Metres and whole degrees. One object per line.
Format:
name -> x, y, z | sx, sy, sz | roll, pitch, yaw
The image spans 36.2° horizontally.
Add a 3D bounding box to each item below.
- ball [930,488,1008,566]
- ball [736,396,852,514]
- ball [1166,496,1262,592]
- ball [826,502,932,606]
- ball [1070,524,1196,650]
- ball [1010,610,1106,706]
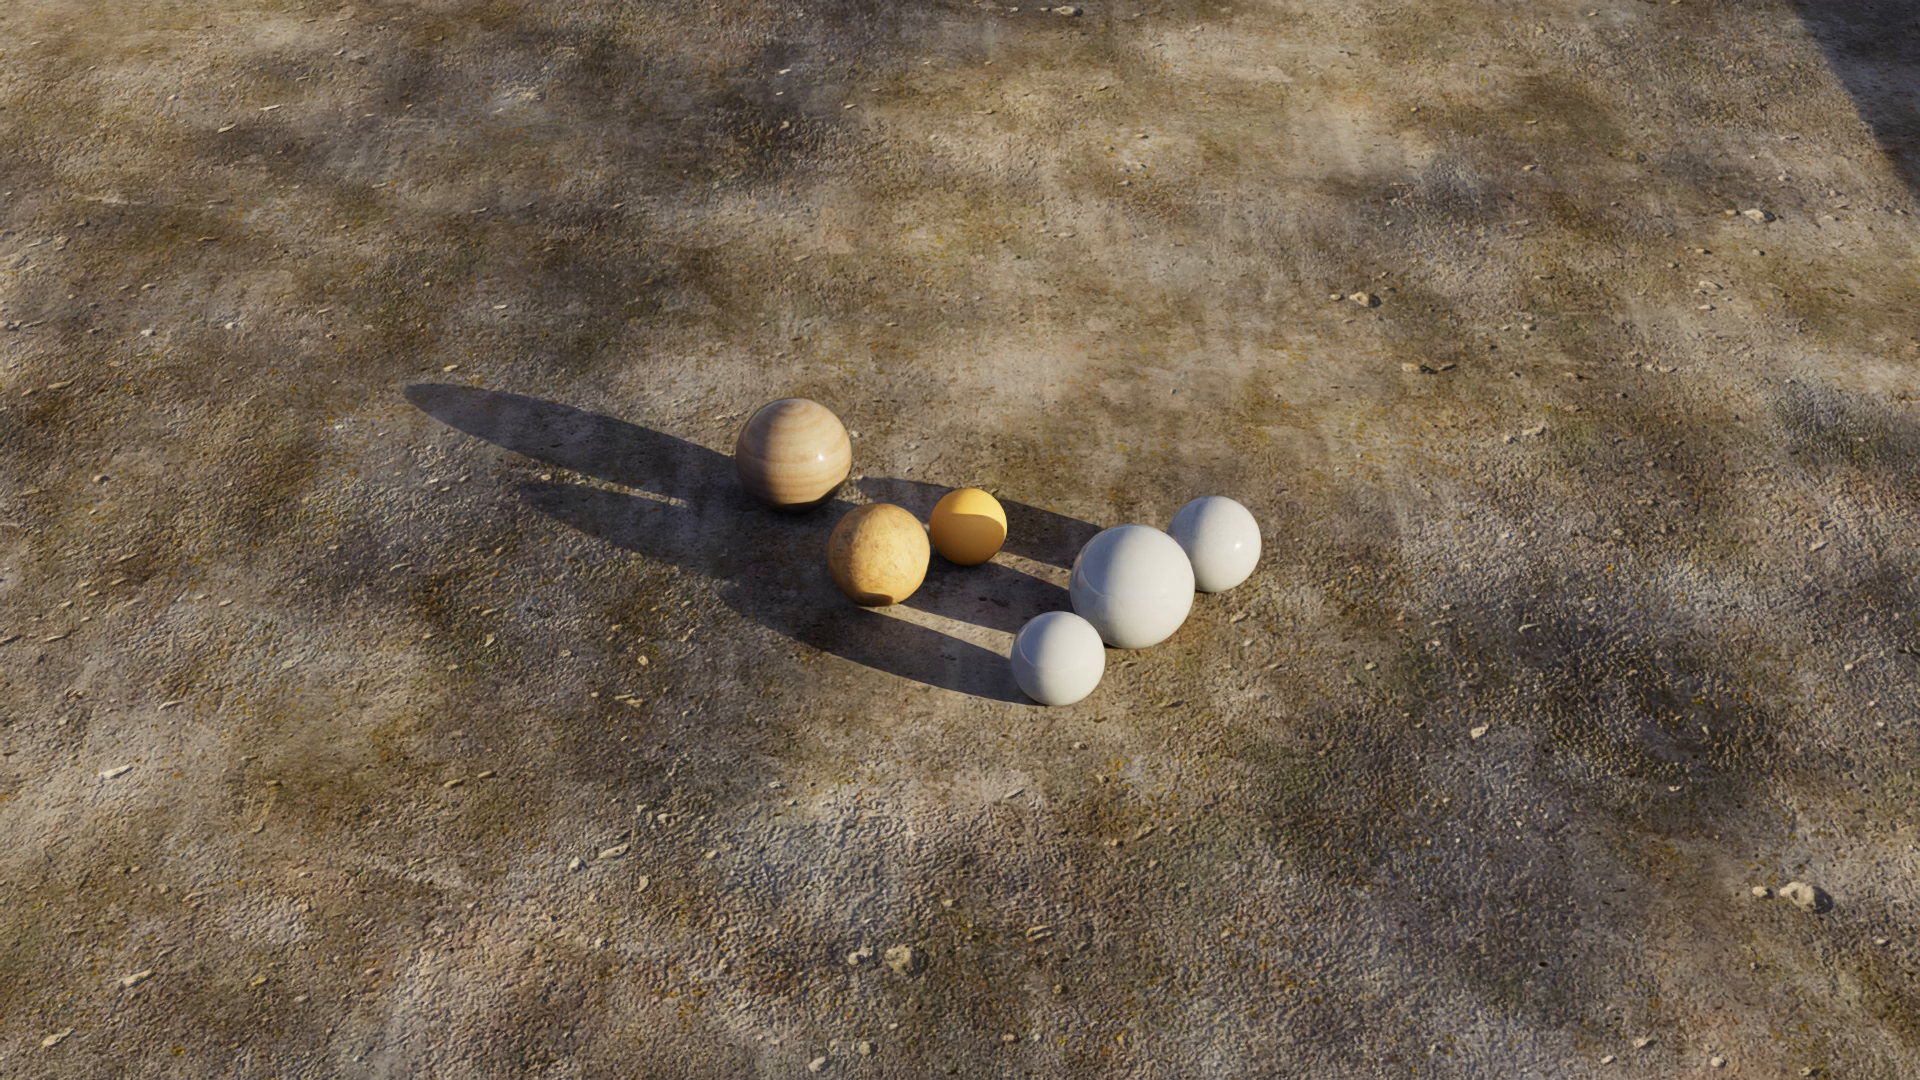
ball -> 0.005, -0.008, 1.689 | 0.045, 0.045, 0.045 | 0, 30, 0
ball -> -0.098, -0.050, 1.739 | 0.069, 0.069, 0.069 | 0, 30, 0
ball -> 0.143, 0.002, 1.662 | 0.055, 0.055, 0.055 | 0, 30, 0
ball -> -0.046, 0.008, 1.649 | 0.059, 0.059, 0.059 | 0, 30, 0
ball -> 0.094, 0.025, 1.609 | 0.069, 0.069, 0.069 | 0, 30, 0
ball -> 0.052, 0.063, 1.562 | 0.051, 0.051, 0.051 | 0, 30, 0
